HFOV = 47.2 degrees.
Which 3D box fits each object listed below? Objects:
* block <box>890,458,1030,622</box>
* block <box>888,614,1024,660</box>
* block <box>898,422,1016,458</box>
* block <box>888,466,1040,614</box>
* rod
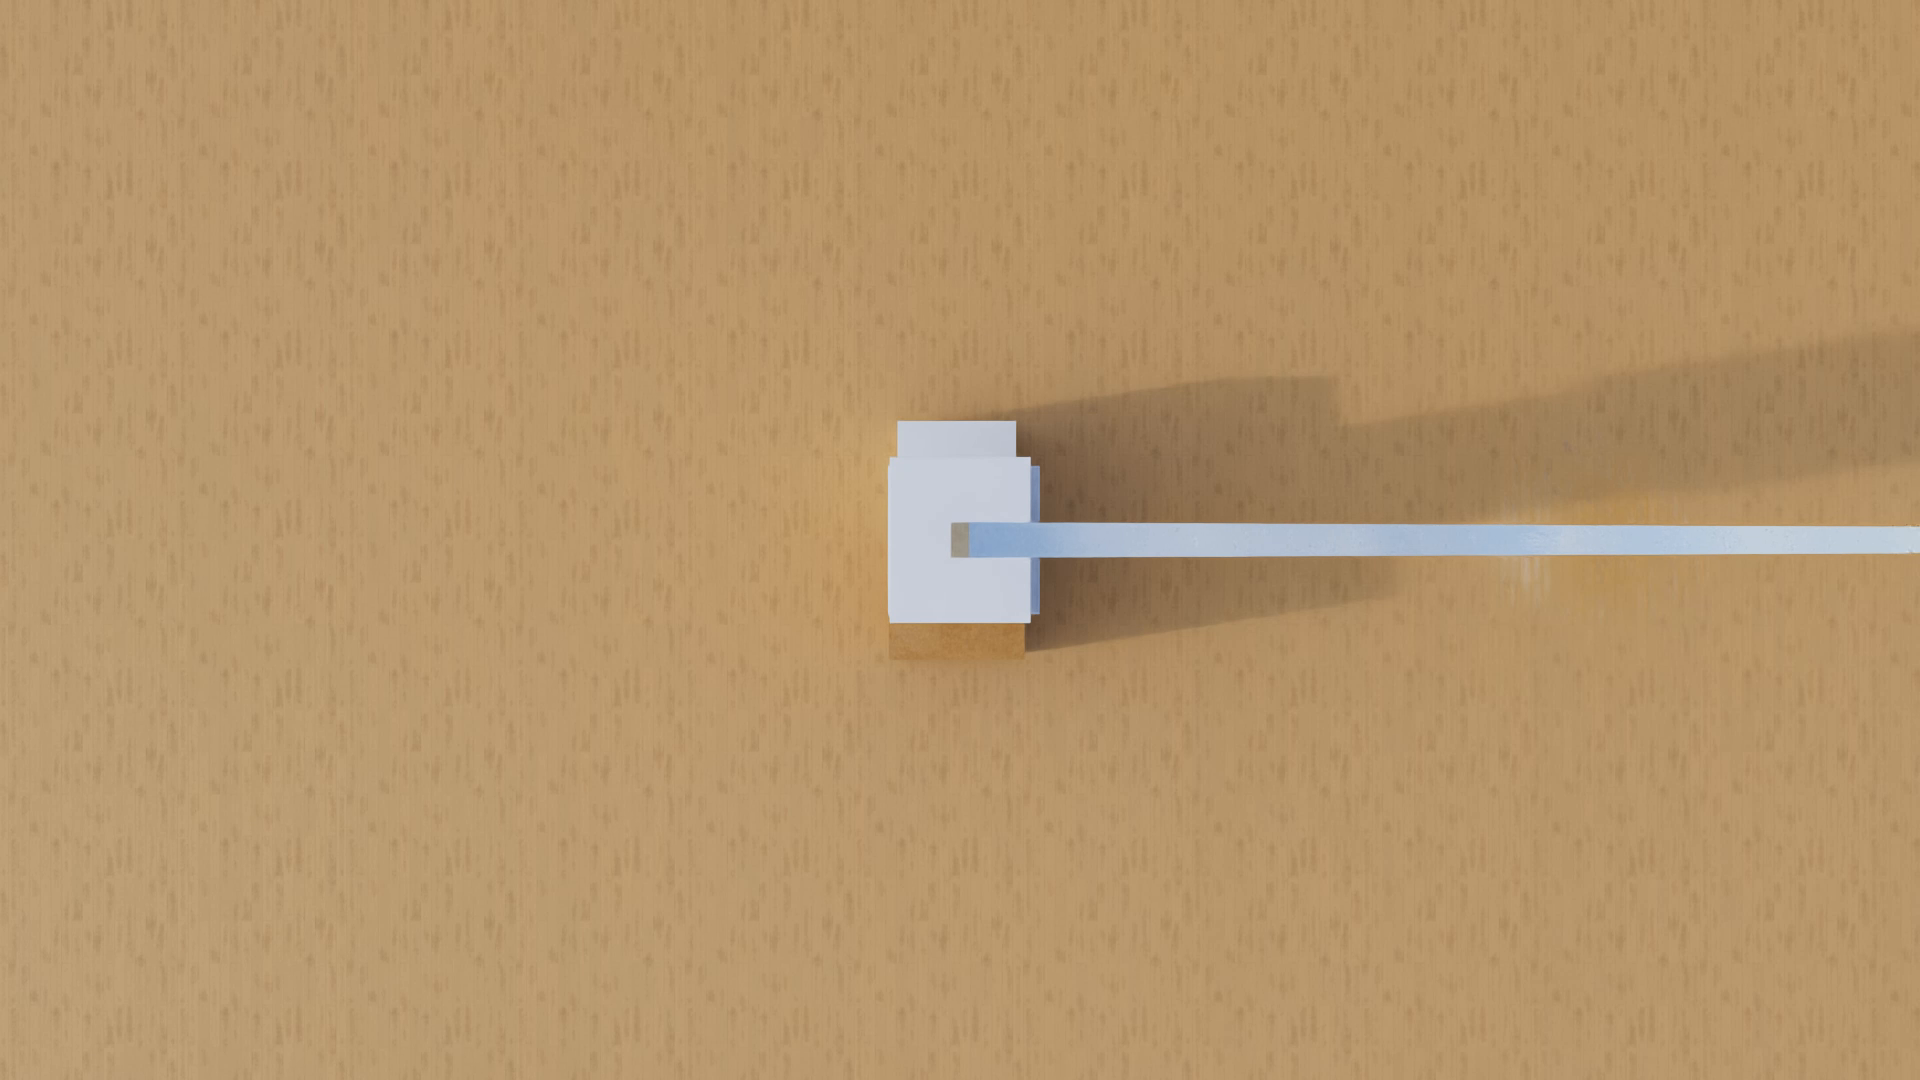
[{"bbox_3d":[0.001,0.000,10.012,0.616,0.751,0.727,0,90,0],"label":"block"},{"bbox_3d":[-0.018,0.327,12.662,0.761,0.675,0.689,0,90,0],"label":"block"},{"bbox_3d":[-0.018,-0.350,12.710,0.671,0.580,0.644,0,90,0],"label":"block"},{"bbox_3d":[0.019,0.000,10.757,0.717,0.739,0.702,0,90,0],"label":"block"},{"bbox_3d":[2.212,0.000,6.348,5.200,0.080,0.080,0,90,-32],"label":"rod"}]
